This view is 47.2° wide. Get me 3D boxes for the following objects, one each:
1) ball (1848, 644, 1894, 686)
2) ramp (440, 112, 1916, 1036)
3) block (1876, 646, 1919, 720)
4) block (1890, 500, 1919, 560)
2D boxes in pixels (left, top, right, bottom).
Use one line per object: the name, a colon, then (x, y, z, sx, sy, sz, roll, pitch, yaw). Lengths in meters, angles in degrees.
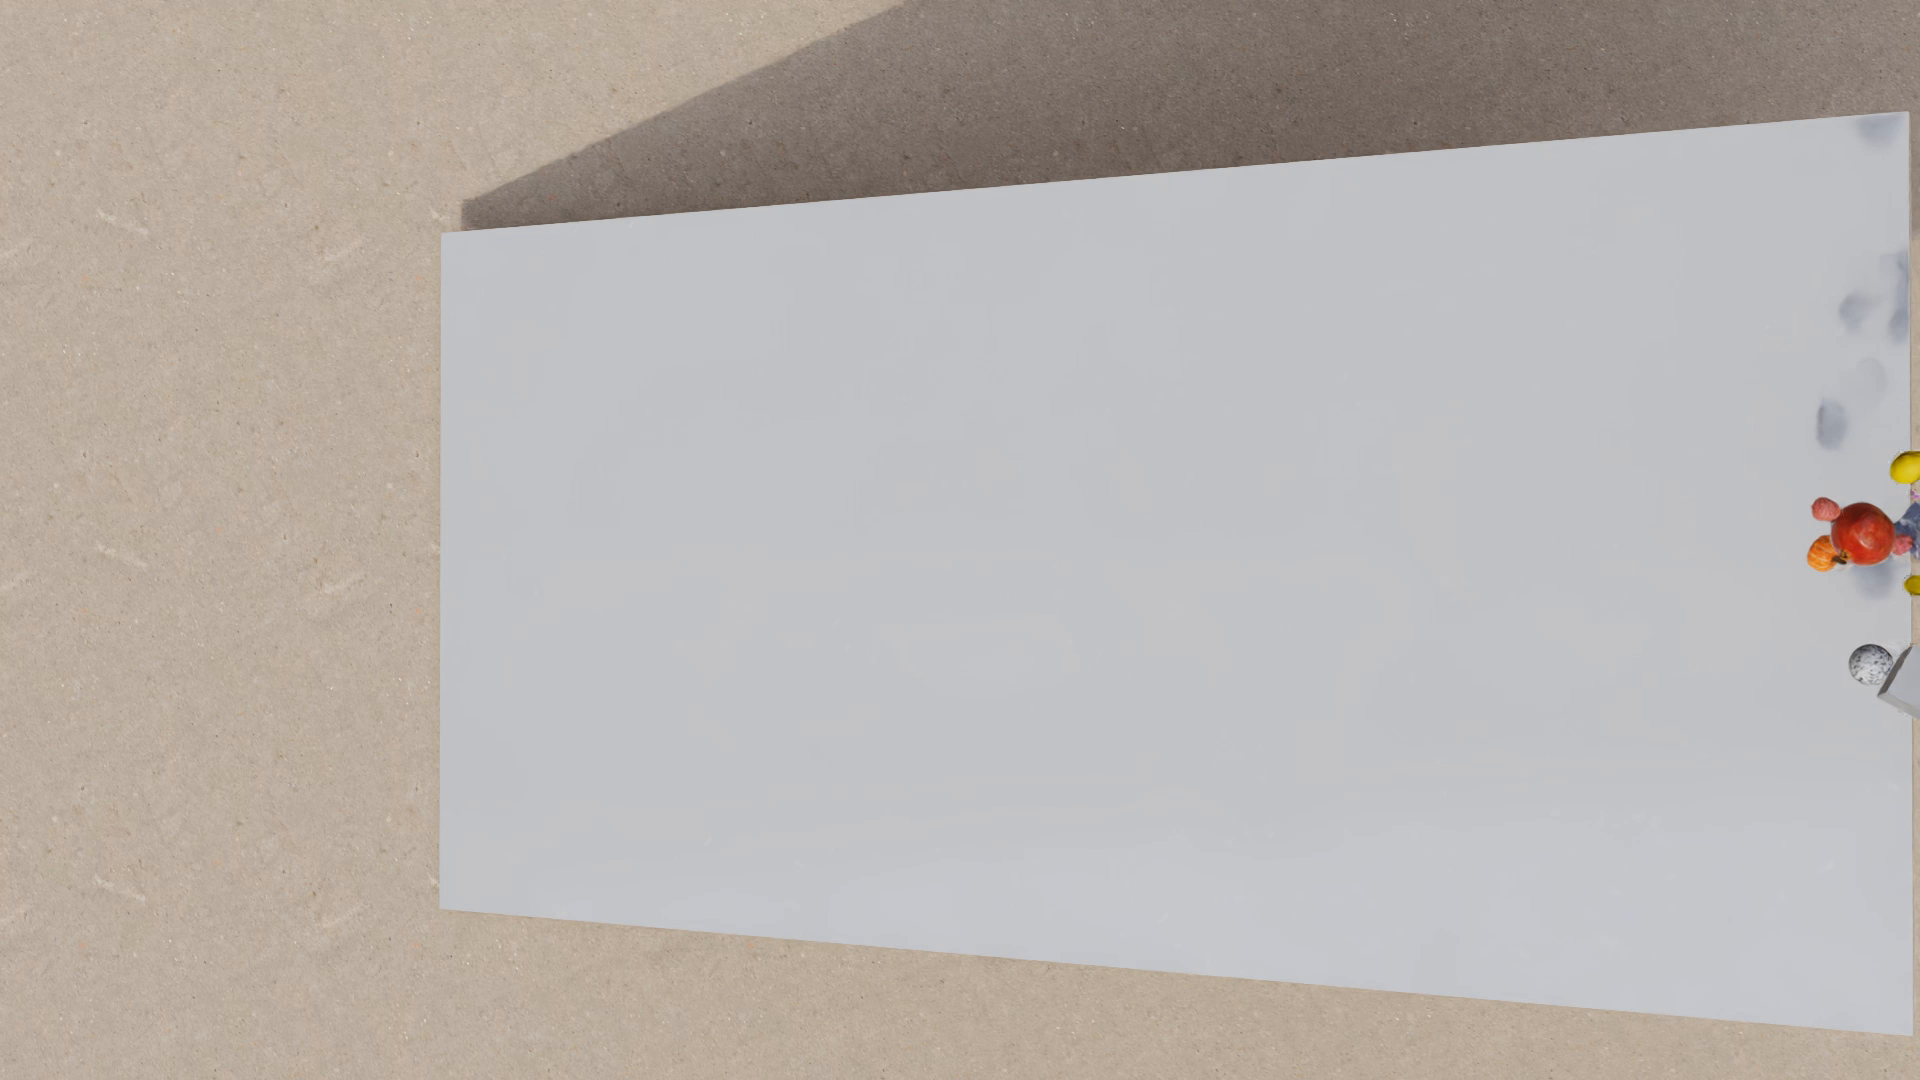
ball: (1.914, 0.262, 4.618, 0.088, 0.088, 0.088, 0, 89, 0)
ramp: (0.281, 0.080, 5.677, 4.000, 0.100, 2.000, 0, 89, 26)
block: (1.775, 0.268, 4.066, 0.100, 0.100, 0.100, 30, 88, 15)
block: (1.915, -0.023, 4.346, 0.082, 0.082, 0.082, -7, 53, -32)
